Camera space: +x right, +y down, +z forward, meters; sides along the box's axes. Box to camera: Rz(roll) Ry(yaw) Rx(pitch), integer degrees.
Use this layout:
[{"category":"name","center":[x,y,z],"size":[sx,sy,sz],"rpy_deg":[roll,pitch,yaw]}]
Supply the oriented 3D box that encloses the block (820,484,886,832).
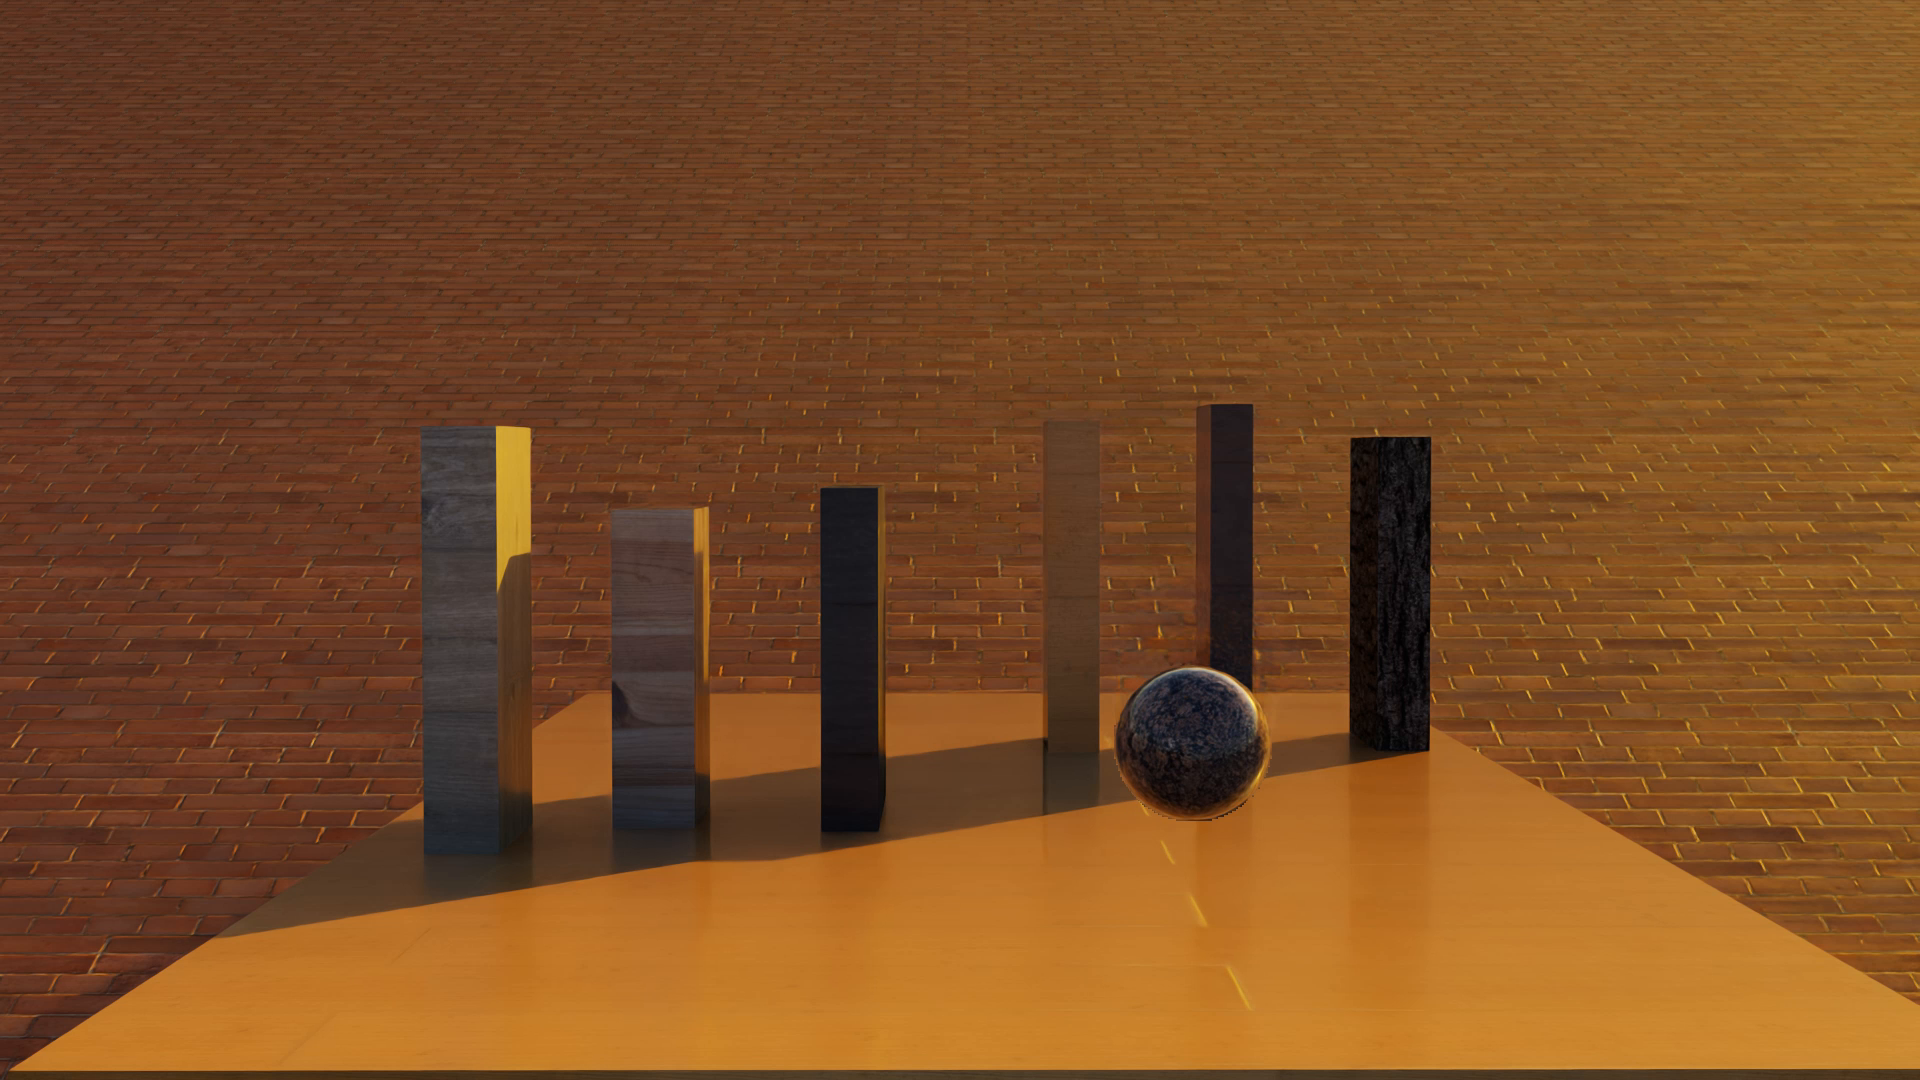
[{"category":"block","center":[-0.178,0.186,4.361],"size":[0.092,0.554,0.427],"rpy_deg":[0,2,0]}]

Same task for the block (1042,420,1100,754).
[{"category":"block","center":[0.231,0.091,5.383],"size":[0.105,0.676,0.301],"rpy_deg":[0,2,0]}]

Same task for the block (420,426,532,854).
[{"category":"block","center":[-0.760,0.147,4.071],"size":[0.114,0.652,0.314],"rpy_deg":[0,2,0]}]

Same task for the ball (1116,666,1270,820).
[{"category":"ball","center":[0.229,0.199,2.531],"size":[0.152,0.152,0.152],"rpy_deg":[0,24,0]}]

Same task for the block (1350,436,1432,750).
[{"category":"block","center":[0.908,0.104,5.454],"size":[0.108,0.643,0.372],"rpy_deg":[0,2,0]}]

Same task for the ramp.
[{"category":"ramp","center":[0.056,0.507,4.550],"size":[2.000,0.100,4.000],"rpy_deg":[0,2,0]}]

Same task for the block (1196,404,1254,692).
[{"category":"block","center":[0.550,0.074,5.380],"size":[0.086,0.709,0.316],"rpy_deg":[0,2,0]}]

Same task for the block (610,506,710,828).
[{"category":"block","center":[-0.499,0.206,4.314],"size":[0.134,0.519,0.257],"rpy_deg":[0,2,0]}]
